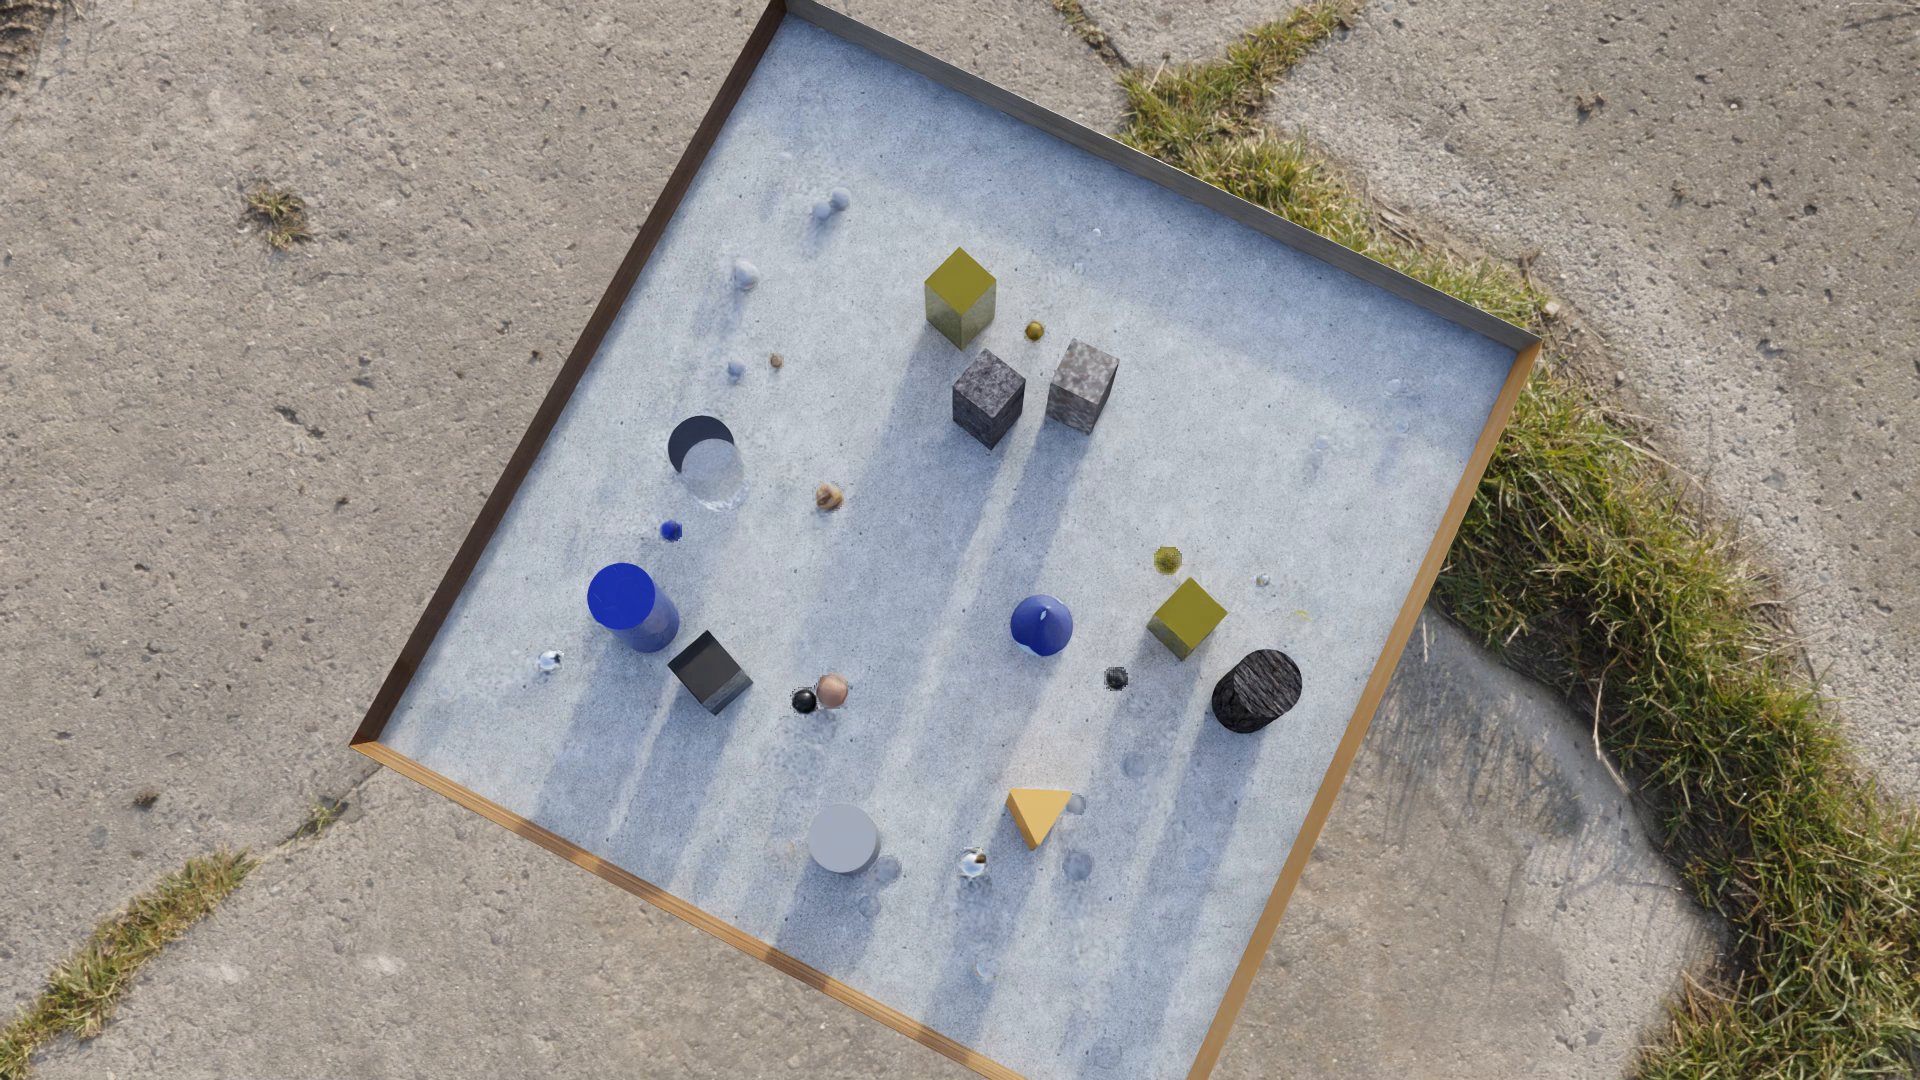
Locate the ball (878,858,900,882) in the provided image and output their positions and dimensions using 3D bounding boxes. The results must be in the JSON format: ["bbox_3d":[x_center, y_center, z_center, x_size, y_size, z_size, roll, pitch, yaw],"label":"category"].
[{"bbox_3d":[-0.210,0.968,5.381,0.068,0.068,0.068,0,78,0],"label":"ball"}]

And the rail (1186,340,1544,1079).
[{"bbox_3d":[1.164,0.576,5.433,0.045,0.124,2.718,26,80,5],"label":"rail"}]

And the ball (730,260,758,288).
[{"bbox_3d":[-0.674,-0.831,5.744,0.087,0.087,0.087,0,78,0],"label":"ball"}]

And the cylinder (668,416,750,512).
[{"bbox_3d":[-0.740,-0.222,5.446,0.191,0.423,0.191,0,78,0],"label":"cylinder"}]

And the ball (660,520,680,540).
[{"bbox_3d":[-0.884,-0.029,5.590,0.063,0.063,0.063,0,78,0],"label":"ball"}]

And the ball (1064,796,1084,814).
[{"bbox_3d":[0.338,0.783,5.423,0.056,0.056,0.056,0,78,0],"label":"ball"}]

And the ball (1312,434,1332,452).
[{"bbox_3d":[1.116,-0.299,5.648,0.060,0.060,0.060,0,78,0],"label":"ball"}]

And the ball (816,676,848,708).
[{"bbox_3d":[-0.382,0.454,5.474,0.094,0.094,0.094,0,78,0],"label":"ball"}]

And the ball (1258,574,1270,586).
[{"bbox_3d":[0.924,0.121,5.571,0.040,0.040,0.040,0,78,0],"label":"ball"}]

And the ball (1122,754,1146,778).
[{"bbox_3d":[0.519,0.670,5.442,0.070,0.070,0.070,0,78,0],"label":"ball"}]

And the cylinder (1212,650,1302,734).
[{"bbox_3d":[0.853,0.442,5.294,0.191,0.453,0.191,0,78,0],"label":"cylinder"}]

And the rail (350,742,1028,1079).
[{"bbox_3d":[-0.597,1.176,5.309,2.650,0.124,0.045,26,80,5],"label":"rail"}]

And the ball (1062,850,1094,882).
[{"bbox_3d":[0.346,0.956,5.373,0.089,0.089,0.089,0,78,0],"label":"ball"}]

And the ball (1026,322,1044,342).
[{"bbox_3d":[0.233,-0.651,5.720,0.060,0.060,0.060,0,78,0],"label":"ball"}]

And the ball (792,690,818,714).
[{"bbox_3d":[-0.465,0.484,5.478,0.075,0.075,0.075,0,78,0],"label":"ball"}]

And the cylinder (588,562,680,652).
[{"bbox_3d":[-0.947,0.203,5.344,0.191,0.451,0.191,0,78,0],"label":"cylinder"}]

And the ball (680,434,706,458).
[{"bbox_3d":[-0.822,-0.289,5.638,0.075,0.075,0.075,0,78,0],"label":"ball"}]

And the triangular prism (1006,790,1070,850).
[{"bbox_3d":[0.198,0.766,5.216,0.143,0.473,0.165,33,80,6],"label":"triangular prism"}]

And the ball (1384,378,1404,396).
[{"bbox_3d":[1.346,-0.475,5.684,0.060,0.060,0.060,0,78,0],"label":"ball"}]

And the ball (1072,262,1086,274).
[{"bbox_3d":[0.374,-0.858,5.773,0.041,0.041,0.041,0,78,0],"label":"ball"}]

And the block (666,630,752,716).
[{"bbox_3d":[-0.730,0.393,5.381,0.152,0.302,0.152,-41,81,-8],"label":"block"}]

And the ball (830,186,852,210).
[{"bbox_3d":[-0.379,-1.084,5.805,0.071,0.071,0.071,0,78,0],"label":"ball"}]

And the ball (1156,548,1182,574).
[{"bbox_3d":[0.634,0.064,5.565,0.075,0.075,0.075,0,78,0],"label":"ball"}]

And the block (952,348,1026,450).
[{"bbox_3d":[0.085,-0.419,5.513,0.152,0.373,0.152,39,81,7],"label":"block"}]

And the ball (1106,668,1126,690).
[{"bbox_3d":[0.468,0.417,5.499,0.062,0.062,0.062,0,78,0],"label":"ball"}]

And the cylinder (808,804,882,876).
[{"bbox_3d":[-0.329,0.864,5.268,0.191,0.332,0.191,0,78,0],"label":"cylinder"}]

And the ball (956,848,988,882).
[{"bbox_3d":[0.037,0.954,5.370,0.095,0.095,0.095,0,78,0],"label":"ball"}]

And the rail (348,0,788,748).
[{"bbox_3d":[-1.164,-0.563,5.669,0.045,0.124,2.718,26,80,5],"label":"rail"}]

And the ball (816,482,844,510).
[{"bbox_3d":[-0.400,-0.132,5.600,0.085,0.085,0.085,0,78,0],"label":"ball"}]

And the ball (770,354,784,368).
[{"bbox_3d":[-0.572,-0.557,5.711,0.041,0.041,0.041,0,78,0],"label":"ball"}]

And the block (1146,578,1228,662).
[{"bbox_3d":[0.671,0.238,5.439,0.152,0.250,0.152,44,82,8],"label":"block"}]

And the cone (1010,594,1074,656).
[{"bbox_3d":[0.249,0.227,5.411,0.191,0.311,0.191,0,78,0],"label":"cone"}]

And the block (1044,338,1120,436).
[{"bbox_3d":[0.366,-0.458,5.530,0.152,0.355,0.152,26,79,5],"label":"block"}]

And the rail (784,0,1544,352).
[{"bbox_3d":[0.597,-1.163,5.793,2.650,0.124,0.045,26,80,5],"label":"rail"}]

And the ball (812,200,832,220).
[{"bbox_3d":[-0.438,-1.045,5.801,0.061,0.061,0.061,0,78,0],"label":"ball"}]

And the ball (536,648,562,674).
[{"bbox_3d":[-1.233,0.364,5.501,0.079,0.079,0.079,0,78,0],"label":"ball"}]

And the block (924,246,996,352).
[{"bbox_3d":[0.001,-0.731,5.591,0.152,0.347,0.152,43,81,8],"label":"block"}]

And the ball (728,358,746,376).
[{"bbox_3d":[-0.696,-0.540,5.701,0.054,0.054,0.054,0,78,0],"label":"ball"}]
